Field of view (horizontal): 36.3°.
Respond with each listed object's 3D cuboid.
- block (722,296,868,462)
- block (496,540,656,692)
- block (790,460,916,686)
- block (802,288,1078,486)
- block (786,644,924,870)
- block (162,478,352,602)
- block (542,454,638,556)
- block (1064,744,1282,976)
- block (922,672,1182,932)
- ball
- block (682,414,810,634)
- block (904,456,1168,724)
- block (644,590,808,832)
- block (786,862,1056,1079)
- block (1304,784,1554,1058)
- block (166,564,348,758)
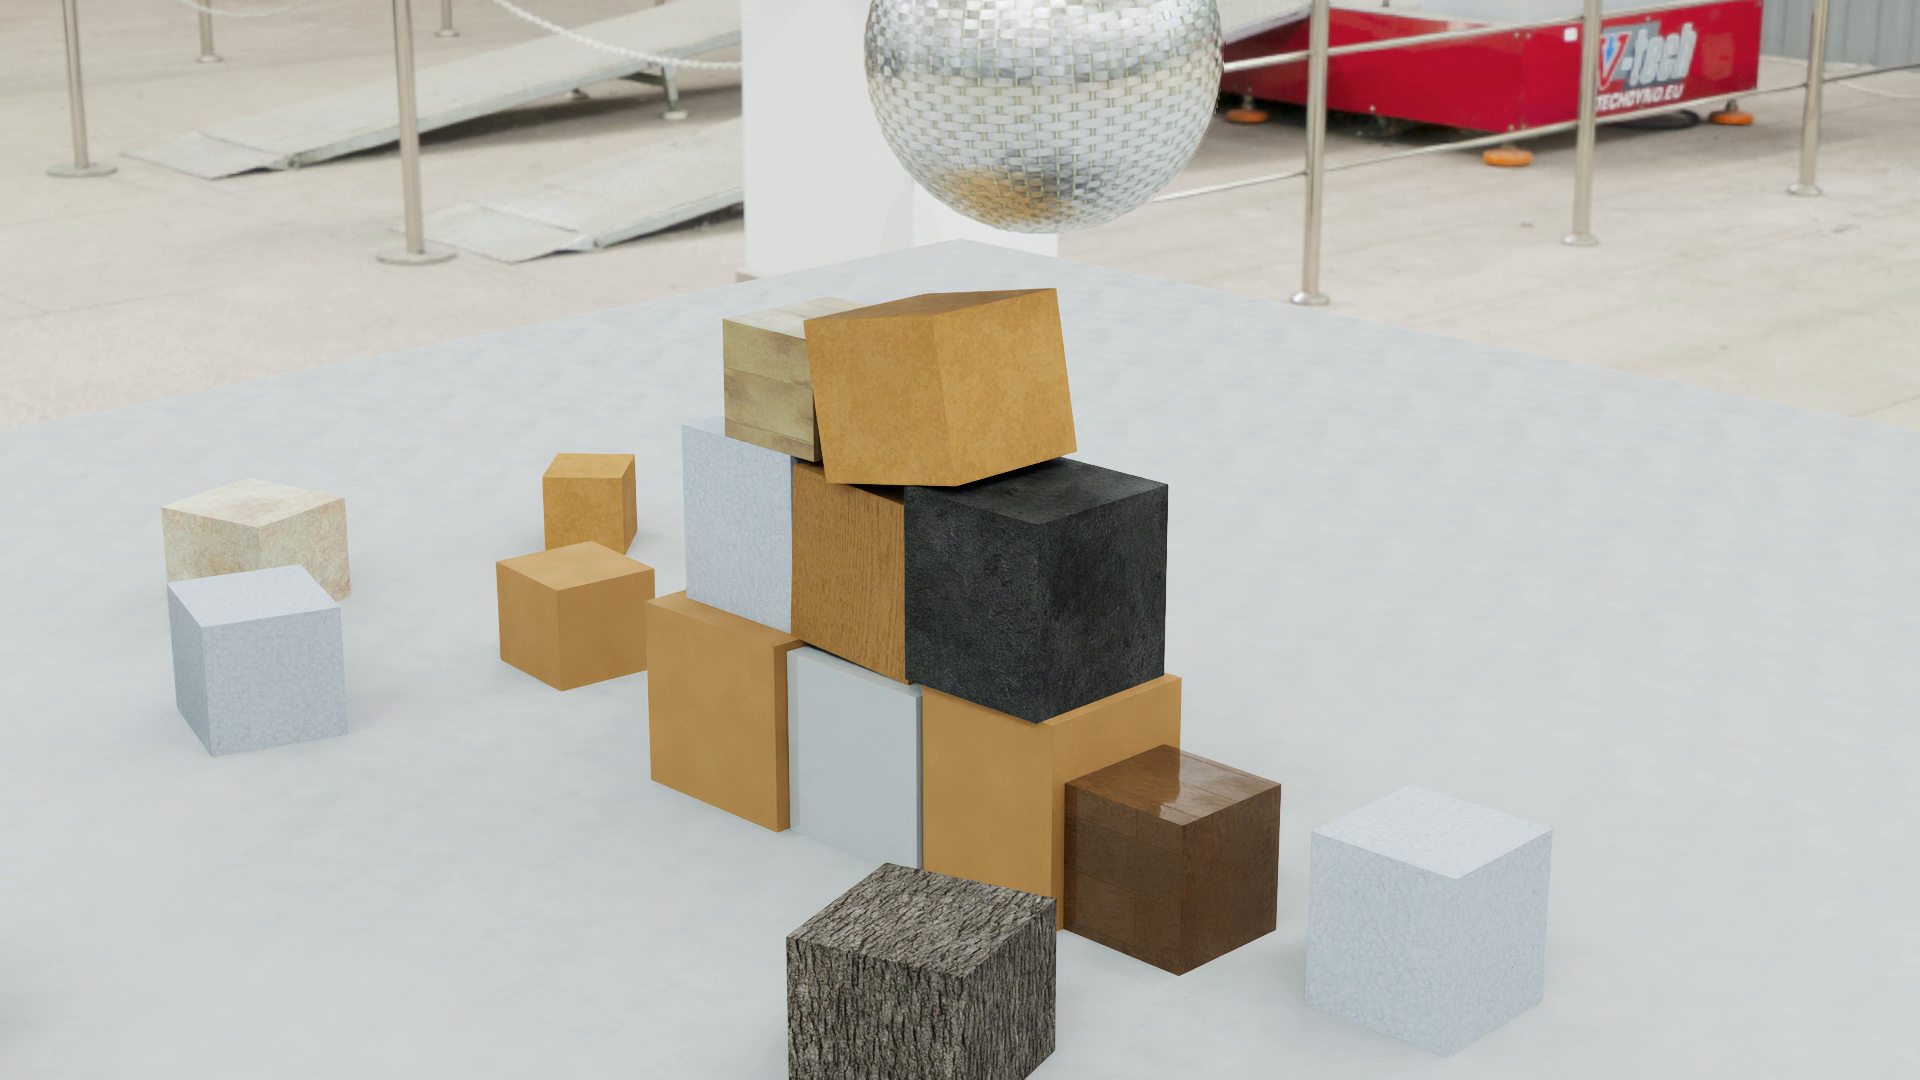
[{"bbox_3d":[-0.650,-0.768,13.797,0.680,0.570,0.623,-17,24,-42],"label":"block"},{"bbox_3d":[-2.103,0.409,16.090,0.613,0.571,0.647,-13,22,-36],"label":"block"},{"bbox_3d":[-0.234,0.077,13.638,0.751,0.843,0.799,-17,27,-42],"label":"block"},{"bbox_3d":[-0.088,-0.691,13.172,0.772,0.744,0.847,-17,13,-42],"label":"block"},{"bbox_3d":[-0.176,0.943,13.849,0.926,0.896,0.864,-17,24,-42],"label":"block"},{"bbox_3d":[-4.101,0.070,17.108,0.765,0.608,0.705,10,20,30],"label":"block"},{"bbox_3d":[-2.293,-0.220,18.205,0.487,0.504,0.544,1,17,2],"label":"block"},{"bbox_3d":[0.922,1.383,12.792,0.670,0.691,0.652,17,24,42],"label":"block"},{"bbox_3d":[0.413,1.088,13.254,0.796,0.977,0.845,17,24,42],"label":"block"},{"bbox_3d":[0.370,-2.162,13.050,1.600,1.600,1.600,0,17,0],"label":"ball"},{"bbox_3d":[-0.812,-0.129,14.175,0.703,0.876,0.786,-17,24,-42],"label":"block"},{"bbox_3d":[0.336,0.188,12.996,0.799,0.893,0.845,16,24,42],"label":"block"},{"bbox_3d":[-0.828,0.733,14.454,1.053,0.935,0.943,-17,24,-42],"label":"block"},{"bbox_3d":[-0.143,1.790,11.537,0.772,0.667,0.797,9,20,26],"label":"block"},{"bbox_3d":[1.930,1.556,12.095,0.704,0.779,0.697,16,23,41],"label":"block"},{"bbox_3d":[-3.651,0.615,15.227,0.704,0.697,0.794,-9,19,-25],"label":"block"}]
